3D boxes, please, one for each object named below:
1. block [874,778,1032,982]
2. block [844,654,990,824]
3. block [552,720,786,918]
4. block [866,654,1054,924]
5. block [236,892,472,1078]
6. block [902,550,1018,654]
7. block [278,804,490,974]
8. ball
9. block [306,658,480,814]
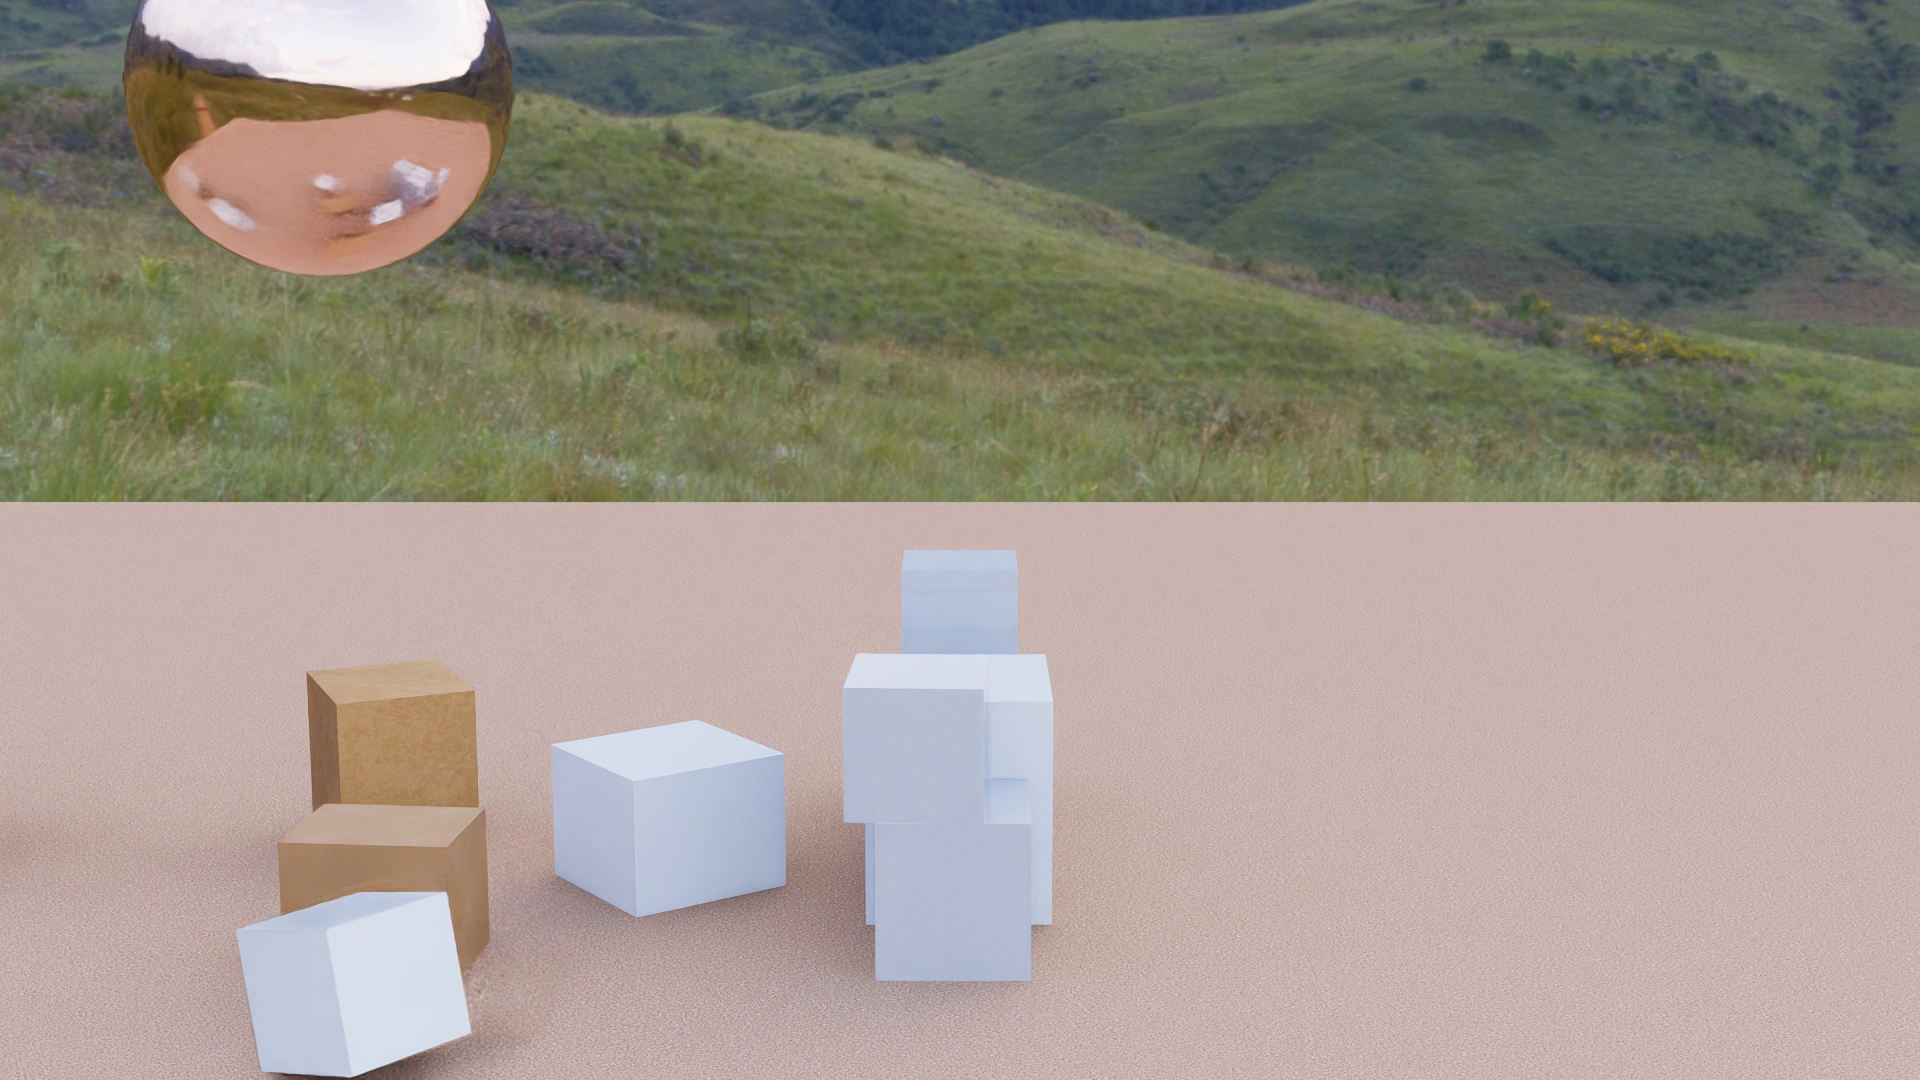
[{"bbox_3d":[-0.023,1.356,10.323,0.607,0.639,0.656,0,10,1],"label":"block"},{"bbox_3d":[-0.164,0.782,10.193,0.543,0.537,0.594,0,10,3],"label":"block"},{"bbox_3d":[-1.281,1.206,11.268,0.745,0.595,0.740,-7,13,-35],"label":"block"},{"bbox_3d":[-0.007,1.058,11.065,0.777,0.959,0.874,0,10,0],"label":"block"},{"bbox_3d":[-2.164,1.577,9.164,0.532,0.517,0.528,-7,3,40],"label":"block"},{"bbox_3d":[0.000,0.399,11.915,0.524,0.621,0.495,0,10,0],"label":"block"},{"bbox_3d":[-2.285,1.409,10.227,0.671,0.568,0.542,1,10,5],"label":"block"},{"bbox_3d":[-2.695,-1.915,10.832,1.600,1.600,1.600,0,10,0],"label":"ball"},{"bbox_3d":[-2.633,1.015,11.903,0.623,0.744,0.707,-5,11,-24],"label":"block"}]
